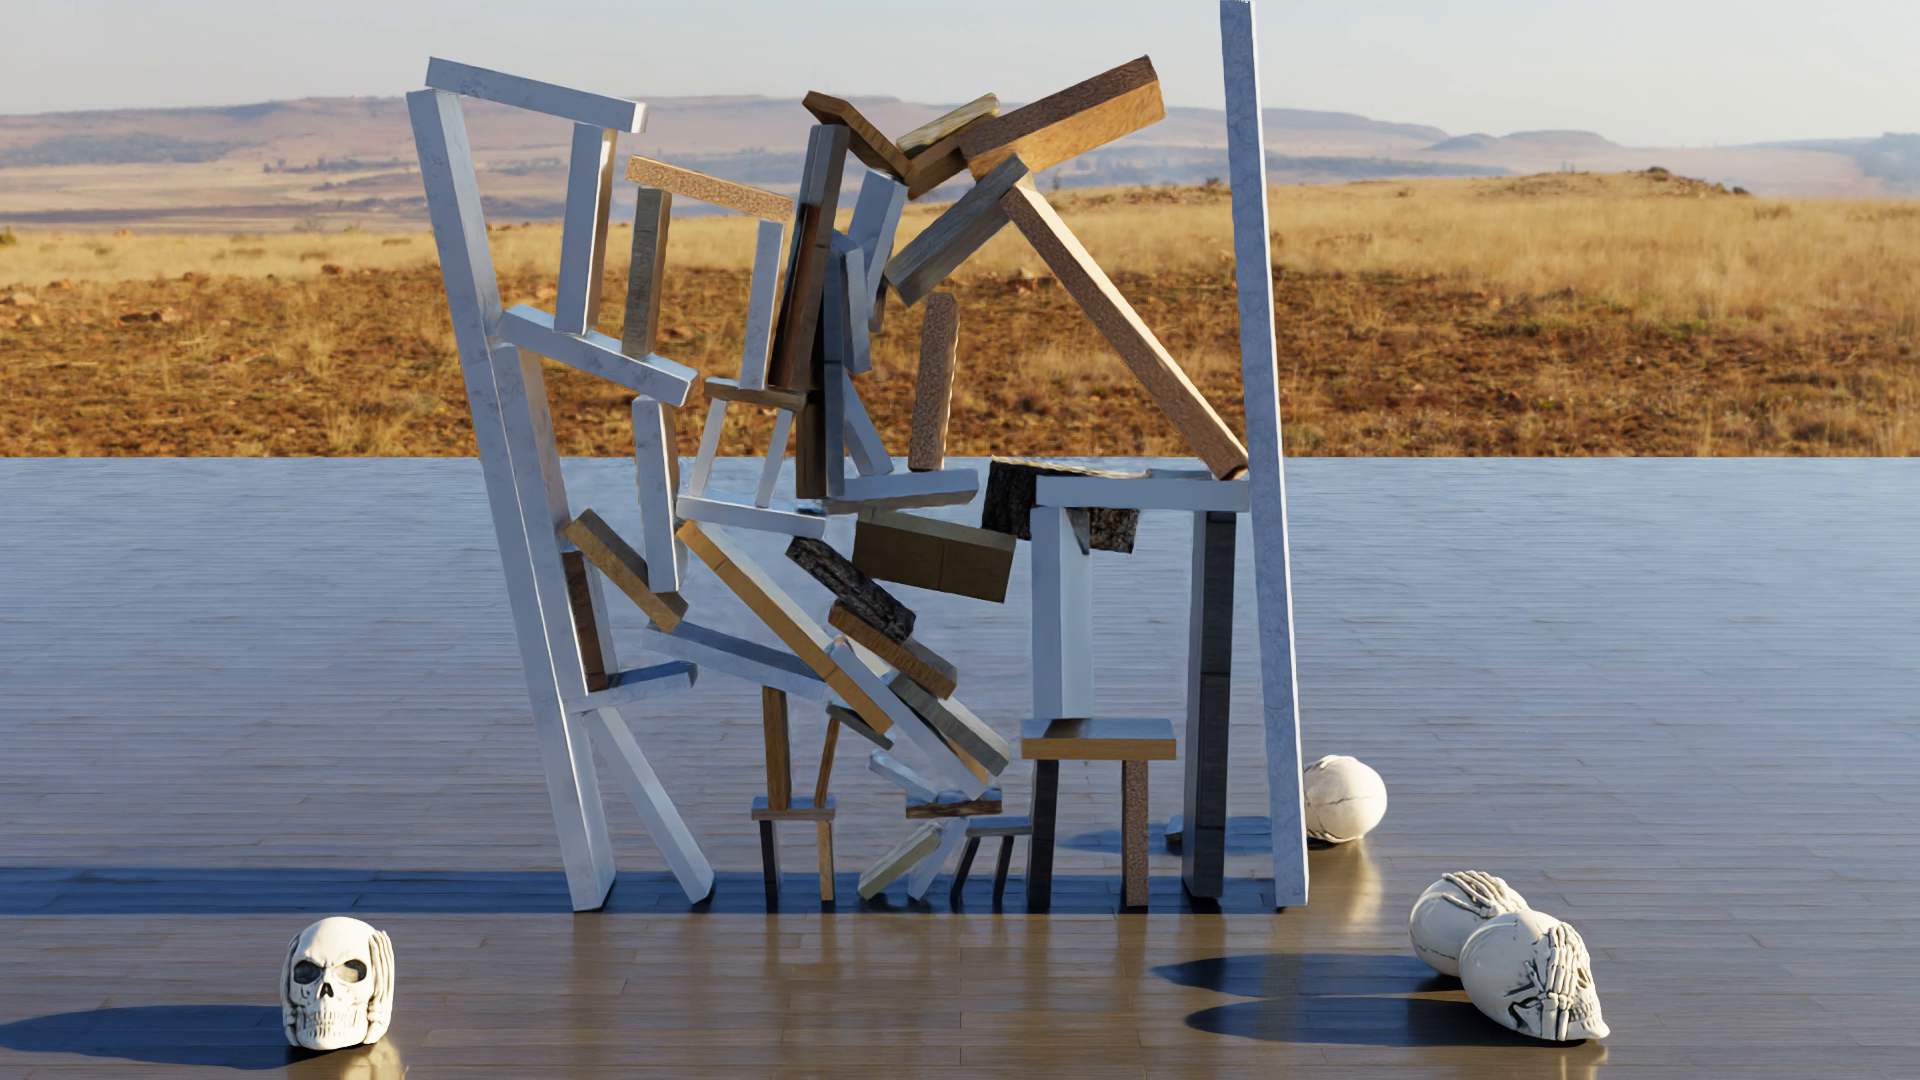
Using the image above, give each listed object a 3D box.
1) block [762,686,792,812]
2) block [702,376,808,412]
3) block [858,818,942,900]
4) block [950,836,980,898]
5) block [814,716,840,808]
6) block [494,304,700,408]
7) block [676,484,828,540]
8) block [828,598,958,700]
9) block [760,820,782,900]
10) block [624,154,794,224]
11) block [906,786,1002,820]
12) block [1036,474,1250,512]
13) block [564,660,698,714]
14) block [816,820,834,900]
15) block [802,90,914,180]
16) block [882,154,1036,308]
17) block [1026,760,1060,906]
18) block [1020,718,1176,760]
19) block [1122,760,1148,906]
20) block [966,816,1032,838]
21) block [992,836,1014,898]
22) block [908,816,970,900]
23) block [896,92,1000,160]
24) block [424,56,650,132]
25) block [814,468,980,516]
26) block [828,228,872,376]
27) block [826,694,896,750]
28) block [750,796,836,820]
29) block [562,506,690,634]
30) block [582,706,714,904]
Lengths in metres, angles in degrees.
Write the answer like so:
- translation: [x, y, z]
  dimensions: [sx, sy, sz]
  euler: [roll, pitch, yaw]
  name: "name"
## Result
- translation: [-0.301, 0.332, 3.621]
  dimensions: [0.029, 0.206, 0.103]
  euler: [-2, 10, 1]
  name: "block"
- translation: [-0.327, -0.234, 3.515]
  dimensions: [0.161, 0.023, 0.081]
  euler: [9, 10, -3]
  name: "block"
- translation: [-0.100, 0.532, 3.662]
  dimensions: [0.158, 0.022, 0.079]
  euler: [-39, 8, 7]
  name: "block"
- translation: [0.008, 0.537, 3.661]
  dimensions: [0.015, 0.108, 0.054]
  euler: [20, 10, -4]
  name: "block"
- translation: [-0.219, 0.361, 3.624]
  dimensions: [0.017, 0.147, 0.061]
  euler: [11, 10, -2]
  name: "block"
- translation: [-0.574, -0.295, 3.503]
  dimensions: [0.307, 0.043, 0.153]
  euler: [21, 10, -4]
  name: "block"
- translation: [-0.334, -0.045, 3.552]
  dimensions: [0.237, 0.034, 0.118]
  euler: [9, 10, -2]
  name: "block"
- translation: [-0.109, 0.172, 3.589]
  dimensions: [0.231, 0.033, 0.116]
  euler: [34, 8, -6]
  name: "block"
- translation: [-0.315, 0.522, 3.658]
  dimensions: [0.019, 0.137, 0.068]
  euler: [-4, 10, 1]
  name: "block"
- translation: [-0.394, -0.554, 3.468]
  dimensions: [0.260, 0.037, 0.130]
  euler: [14, 10, -9]
  name: "block"
- translation: [-0.009, 0.435, 3.645]
  dimensions: [0.158, 0.022, 0.079]
  euler: [-4, 11, 2]
  name: "block"
- translation: [0.304, -0.079, 3.645]
  dimensions: [0.345, 0.049, 0.172]
  euler: [2, 3, 5]
  name: "block"
- translation: [-0.538, 0.239, 3.605]
  dimensions: [0.206, 0.029, 0.103]
  euler: [-11, 10, 2]
  name: "block"
- translation: [-0.223, 0.522, 3.658]
  dimensions: [0.019, 0.137, 0.068]
  euler: [-3, 11, 0]
  name: "block"
- translation: [-0.164, -0.654, 3.551]
  dimensions: [0.095, 0.027, 0.189]
  euler: [25, -8, 42]
  name: "block"
- translation: [0.000, -0.523, 3.735]
  dimensions: [0.297, 0.042, 0.148]
  euler: [-41, -11, 0]
  name: "block"
- translation: [0.136, 0.467, 3.645]
  dimensions: [0.035, 0.249, 0.125]
  euler: [3, 11, -1]
  name: "block"
- translation: [0.225, 0.327, 3.618]
  dimensions: [0.249, 0.035, 0.125]
  euler: [0, 11, 0]
  name: "block"
- translation: [0.289, 0.467, 3.647]
  dimensions: [0.035, 0.249, 0.125]
  euler: [-1, 11, 0]
  name: "block"
- translation: [0.064, 0.475, 3.650]
  dimensions: [0.108, 0.015, 0.054]
  euler: [-3, 11, 0]
  name: "block"
- translation: [0.072, 0.536, 3.661]
  dimensions: [0.015, 0.108, 0.054]
  euler: [11, 10, -2]
  name: "block"
- translation: [-0.035, 0.518, 3.660]
  dimensions: [0.022, 0.158, 0.079]
  euler: [32, 9, -6]
  name: "block"
- translation: [-0.022, -0.691, 3.754]
  dimensions: [0.188, 0.027, 0.094]
  euler: [-28, -14, -11]
  name: "block"
- translation: [-0.654, -0.693, 3.426]
  dimensions: [0.319, 0.045, 0.160]
  euler: [13, 10, -2]
  name: "block"
- translation: [-0.108, -0.080, 3.694]
  dimensions: [0.264, 0.037, 0.132]
  euler: [-5, -8, -9]
  name: "block"
- translation: [-0.196, -0.398, 3.648]
  dimensions: [0.032, 0.225, 0.112]
  euler: [-21, 38, -25]
  name: "block"
- translation: [-0.163, 0.300, 3.614]
  dimensions: [0.122, 0.017, 0.061]
  euler: [32, 8, -5]
  name: "block"
- translation: [-0.275, 0.444, 3.643]
  dimensions: [0.137, 0.019, 0.068]
  euler: [0, 12, 0]
  name: "block"
- translation: [-0.539, 0.048, 3.565]
  dimensions: [0.033, 0.231, 0.116]
  euler: [-44, 7, 7]
  name: "block"
- translation: [-0.514, 0.427, 3.640]
  dimensions: [0.029, 0.362, 0.103]
  euler: [-28, 9, 5]
  name: "block"
